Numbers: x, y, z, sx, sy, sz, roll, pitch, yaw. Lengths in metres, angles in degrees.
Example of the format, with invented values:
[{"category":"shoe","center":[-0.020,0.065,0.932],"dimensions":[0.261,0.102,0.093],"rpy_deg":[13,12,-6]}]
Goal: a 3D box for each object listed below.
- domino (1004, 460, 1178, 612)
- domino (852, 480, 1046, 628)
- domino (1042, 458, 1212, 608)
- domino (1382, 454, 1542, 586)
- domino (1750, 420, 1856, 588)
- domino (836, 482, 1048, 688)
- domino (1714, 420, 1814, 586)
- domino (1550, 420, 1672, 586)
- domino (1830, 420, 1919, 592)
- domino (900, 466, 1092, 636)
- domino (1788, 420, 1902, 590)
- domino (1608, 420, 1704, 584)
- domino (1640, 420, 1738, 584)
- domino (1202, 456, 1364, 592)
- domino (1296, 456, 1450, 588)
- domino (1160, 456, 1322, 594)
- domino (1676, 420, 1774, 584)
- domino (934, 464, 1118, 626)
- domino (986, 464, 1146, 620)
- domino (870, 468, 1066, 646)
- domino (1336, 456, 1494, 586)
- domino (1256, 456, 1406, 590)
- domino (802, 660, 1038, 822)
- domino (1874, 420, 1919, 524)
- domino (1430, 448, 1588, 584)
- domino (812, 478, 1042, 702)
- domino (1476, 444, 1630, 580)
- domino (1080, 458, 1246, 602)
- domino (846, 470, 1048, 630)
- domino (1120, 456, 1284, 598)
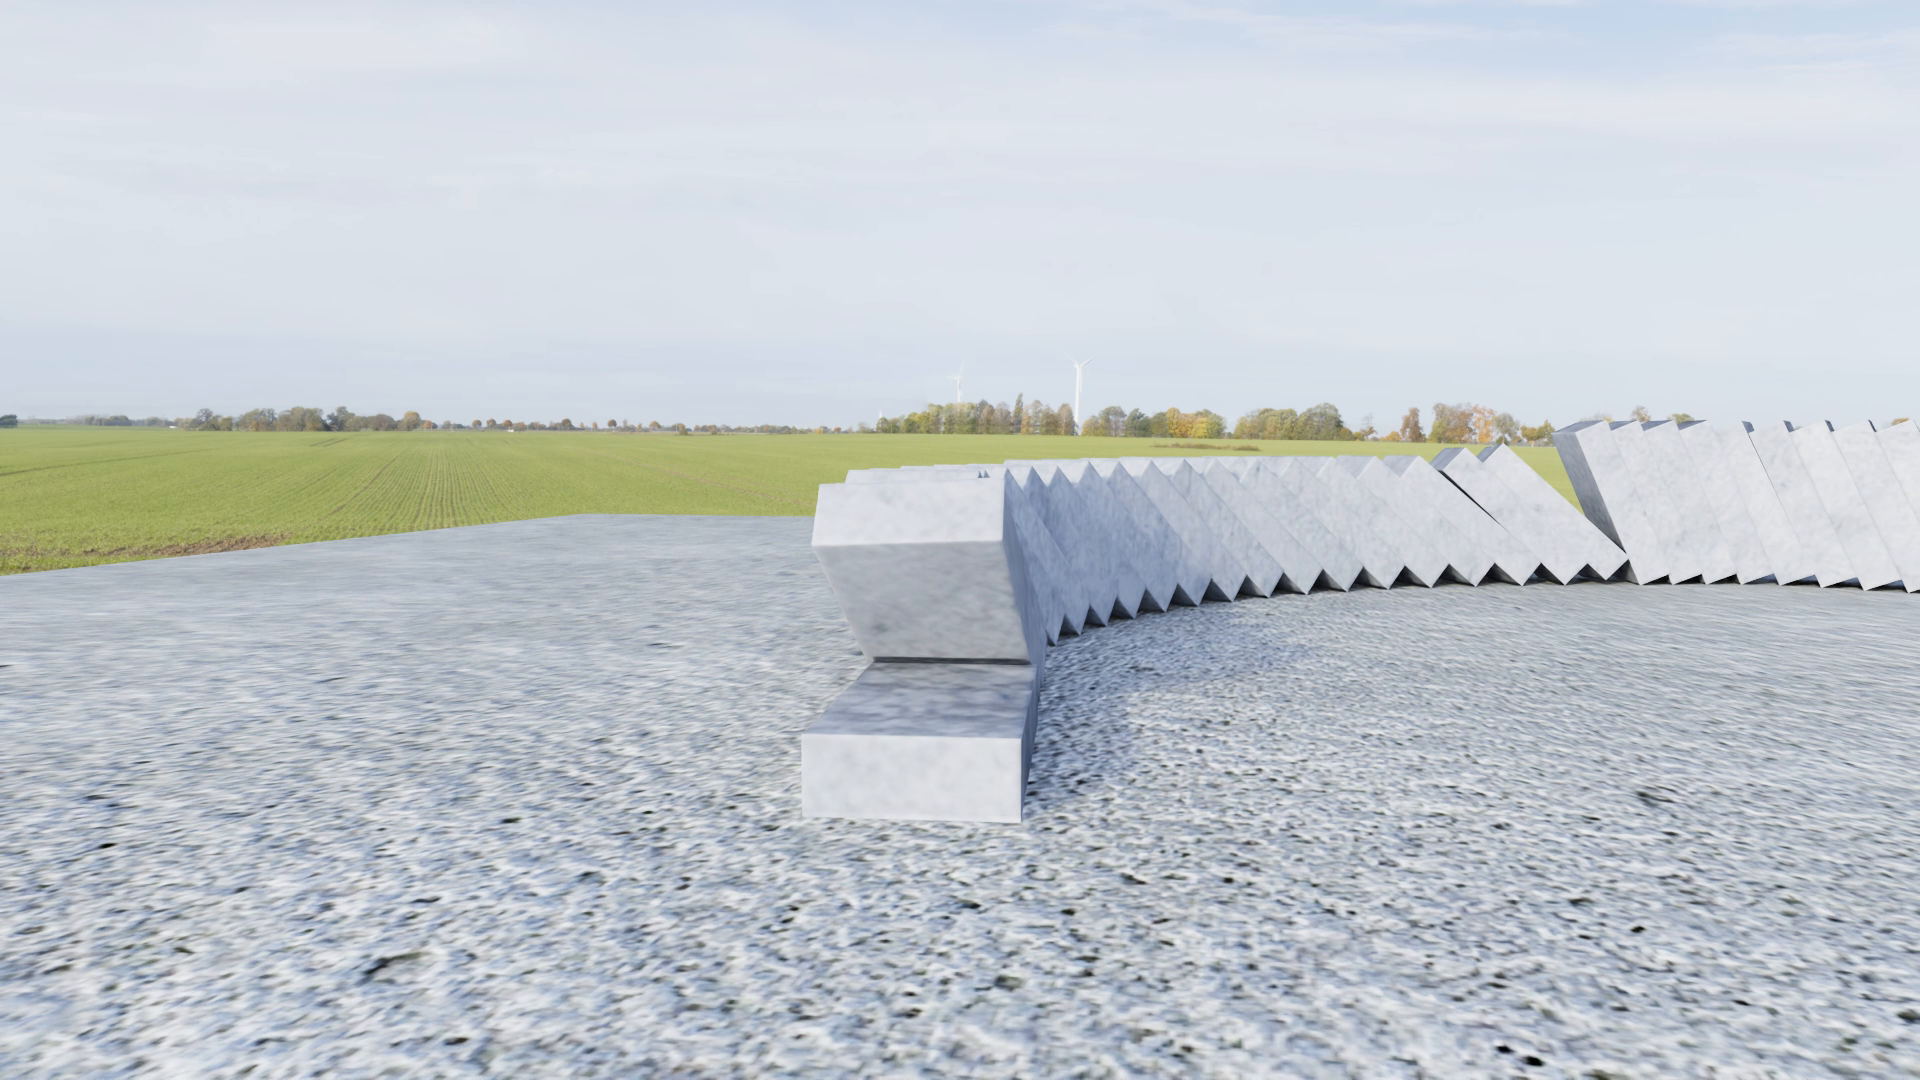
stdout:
[{"category":"domino","center":[0.031,-0.001,0.318],"dimensions":[0.025,0.009,0.050],"rpy_deg":[4,-33,42]},{"category":"domino","center":[-0.001,0.007,0.224],"dimensions":[0.025,0.010,0.050],"rpy_deg":[1,-31,13]},{"category":"domino","center":[0.042,-0.002,0.331],"dimensions":[0.025,0.010,0.050],"rpy_deg":[5,-32,46]},{"category":"domino","center":[0.152,-0.007,0.395],"dimensions":[0.050,0.010,0.025],"rpy_deg":[39,1,-5]},{"category":"domino","center":[0.258,-0.012,0.391],"dimensions":[0.010,0.050,0.025],"rpy_deg":[-27,-13,36]},{"category":"domino","center":[-0.002,0.009,0.207],"dimensions":[0.025,0.009,0.050],"rpy_deg":[0,-31,13]},{"category":"domino","center":[0.249,-0.012,0.398],"dimensions":[0.009,0.050,0.025],"rpy_deg":[-27,-13,35]},{"category":"domino","center":[0.201,-0.012,0.398],"dimensions":[0.009,0.050,0.025],"rpy_deg":[-23,1,10]},{"category":"domino","center":[0.274,-0.011,0.378],"dimensions":[0.009,0.050,0.025],"rpy_deg":[-27,-13,36]},{"category":"domino","center":[0.007,0.003,0.275],"dimensions":[0.025,0.009,0.050],"rpy_deg":[3,-32,31]},{"category":"domino","center":[0.265,-0.011,0.384],"dimensions":[0.009,0.050,0.025],"rpy_deg":[-27,-13,36]},{"category":"domino","center":[0.212,-0.012,0.399],"dimensions":[0.009,0.050,0.025],"rpy_deg":[-23,0,12]},{"category":"domino","center":[0.224,-0.012,0.400],"dimensions":[0.009,0.050,0.025],"rpy_deg":[-22,-1,13]},{"category":"domino","center":[0.091,-0.005,0.372],"dimensions":[0.050,0.009,0.025],"rpy_deg":[41,-12,-21]},{"category":"domino","center":[0.121,-0.006,0.387],"dimensions":[0.050,0.009,0.025],"rpy_deg":[39,-4,-12]},{"category":"domino","center":[0.078,-0.004,0.364],"dimensions":[0.050,0.010,0.025],"rpy_deg":[41,-14,-23]},{"category":"domino","center":[0.235,-0.012,0.400],"dimensions":[0.010,0.050,0.025],"rpy_deg":[-22,-2,15]},{"category":"domino","center":[0.014,0.002,0.290],"dimensions":[0.025,0.009,0.050],"rpy_deg":[3,-32,34]},{"category":"domino","center":[0.022,0.001,0.305],"dimensions":[0.025,0.009,0.050],"rpy_deg":[3,-32,38]},{"category":"domino","center":[0.001,0.004,0.260],"dimensions":[0.025,0.010,0.050],"rpy_deg":[2,-32,27]},{"category":"domino","center":[0.136,-0.006,0.391],"dimensions":[0.050,0.009,0.025],"rpy_deg":[39,-2,-9]},{"category":"domino","center":[0.105,-0.005,0.380],"dimensions":[0.050,0.009,0.025],"rpy_deg":[40,-9,-17]},{"category":"domino","center":[-0.003,0.025,0.170],"dimensions":[0.025,0.010,0.050],"rpy_deg":[0,4,6]},{"category":"domino","center":[0.282,-0.010,0.372],"dimensions":[0.010,0.050,0.025],"rpy_deg":[-27,-13,36]},{"category":"domino","center":[0.169,-0.008,0.399],"dimensions":[0.050,0.009,0.025],"rpy_deg":[44,8,2]},{"category":"domino","center":[-0.003,0.009,0.188],"dimensions":[0.025,0.009,0.050],"rpy_deg":[-2,-32,9]},{"category":"domino","center":[0.182,-0.009,0.401],"dimensions":[0.050,0.009,0.025],"rpy_deg":[44,8,7]},{"category":"domino","center":[0.053,-0.003,0.343],"dimensions":[0.025,0.010,0.050],"rpy_deg":[5,-32,51]},{"category":"domino","center":[-0.002,0.005,0.243],"dimensions":[0.025,0.009,0.050],"rpy_deg":[1,-33,21]},{"category":"domino","center":[0.065,-0.003,0.354],"dimensions":[0.050,0.009,0.025],"rpy_deg":[43,-19,-28]}]
